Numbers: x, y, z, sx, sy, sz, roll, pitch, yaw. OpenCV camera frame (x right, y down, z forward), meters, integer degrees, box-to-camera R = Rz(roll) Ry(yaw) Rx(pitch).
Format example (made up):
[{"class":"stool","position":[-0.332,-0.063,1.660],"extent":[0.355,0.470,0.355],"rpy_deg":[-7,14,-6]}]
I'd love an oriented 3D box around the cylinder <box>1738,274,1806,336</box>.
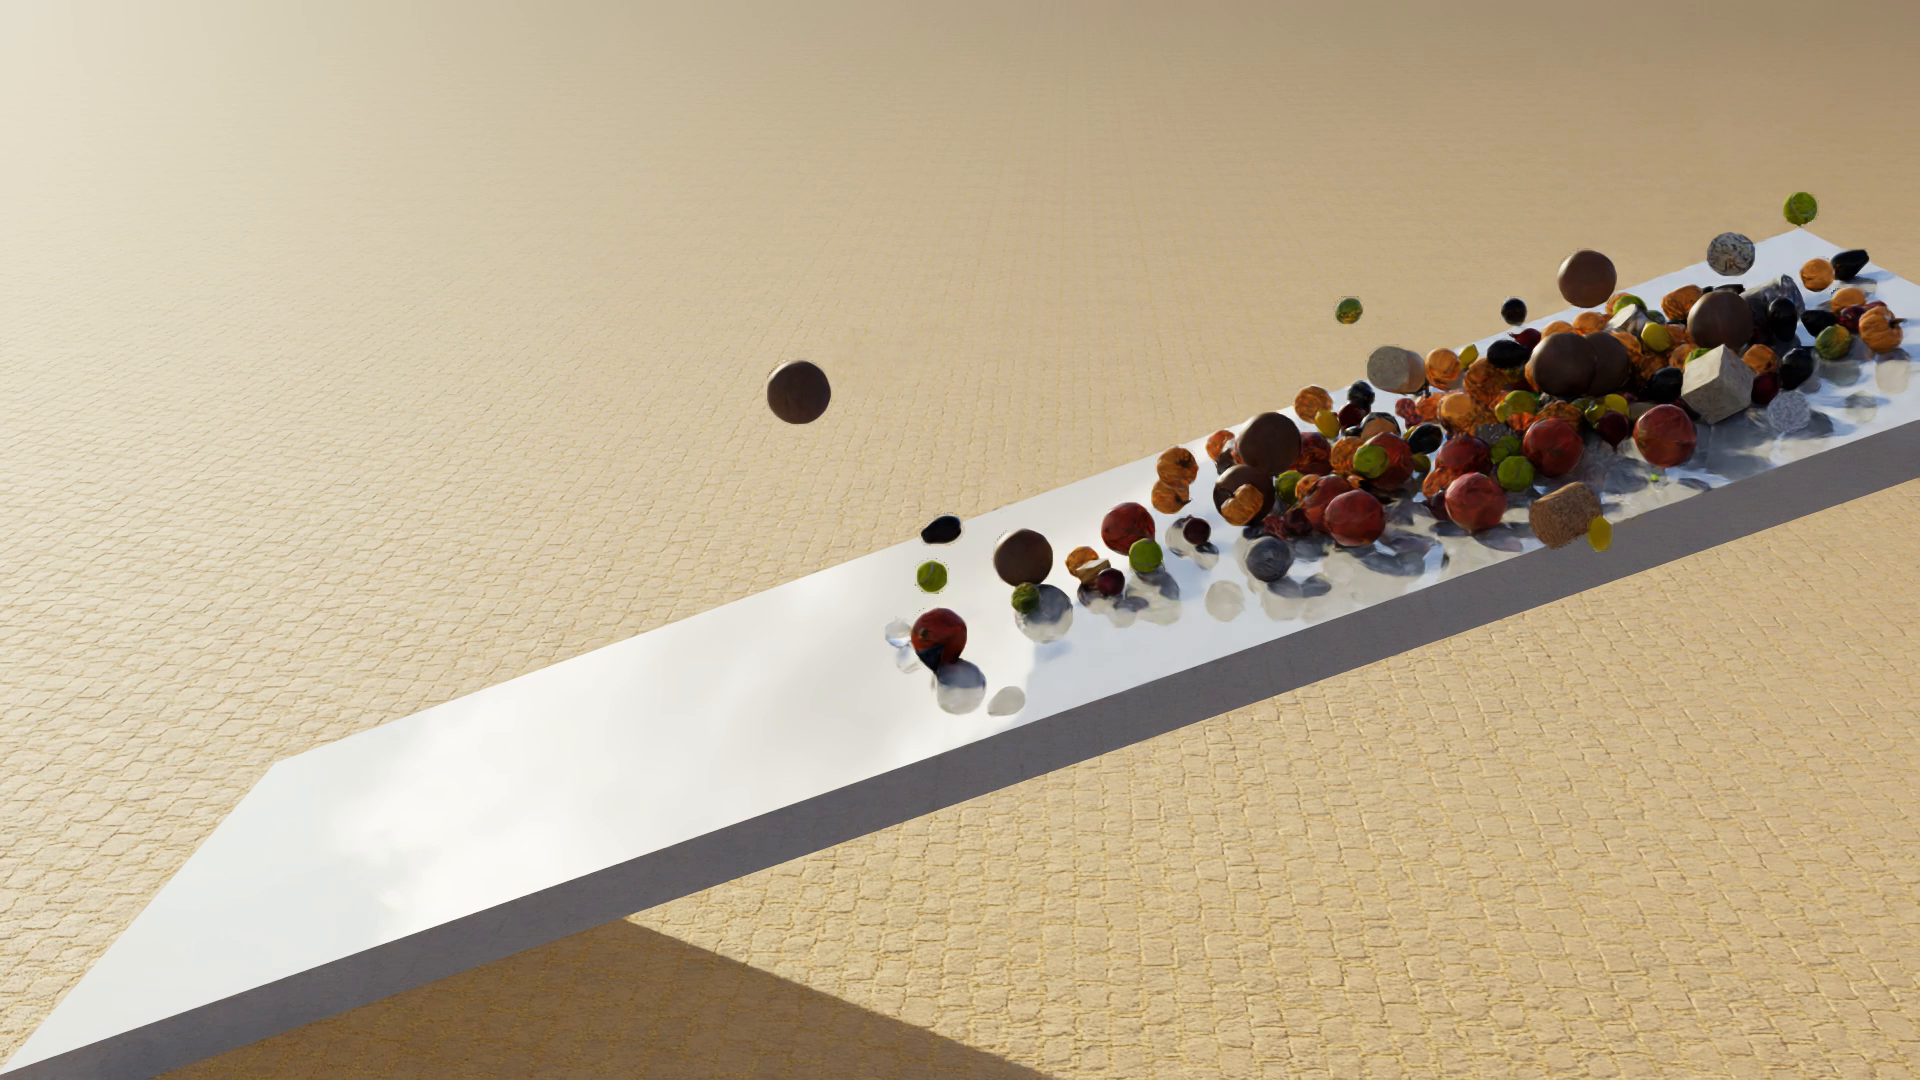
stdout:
[{"class":"cylinder","position":[1.665,-0.481,6.033],"extent":[0.097,0.097,0.097],"rpy_deg":[-25,-4,36]}]

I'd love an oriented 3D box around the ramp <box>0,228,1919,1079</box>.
[{"class":"ramp","position":[0.115,0.177,6.298],"extent":[4.000,0.100,2.000],"rpy_deg":[-19,11,6]}]

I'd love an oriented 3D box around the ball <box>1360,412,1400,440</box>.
[{"class":"ball","position":[0.905,-0.233,6.346],"extent":[0.090,0.090,0.090],"rpy_deg":[0,13,0]}]

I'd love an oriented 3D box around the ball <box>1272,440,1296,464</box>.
[{"class":"ball","position":[0.725,-0.198,6.584],"extent":[0.056,0.056,0.056],"rpy_deg":[0,13,0]}]

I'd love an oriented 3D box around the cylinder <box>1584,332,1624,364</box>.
[{"class":"cylinder","position":[1.405,-0.416,6.338],"extent":[0.084,0.084,0.084],"rpy_deg":[-28,27,-33]}]

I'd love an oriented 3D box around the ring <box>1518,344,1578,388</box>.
[{"class":"ring","position":[1.237,-0.364,6.175],"extent":[0.131,0.044,0.131],"rpy_deg":[2,39,-2]}]

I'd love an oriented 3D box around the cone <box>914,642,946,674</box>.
[{"class":"cone","position":[-0.048,0.224,5.882],"extent":[0.061,0.061,0.061],"rpy_deg":[44,3,-3]}]

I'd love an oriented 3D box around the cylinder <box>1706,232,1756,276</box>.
[{"class":"cylinder","position":[1.694,-0.626,6.460],"extent":[0.094,0.094,0.094],"rpy_deg":[5,6,21]}]

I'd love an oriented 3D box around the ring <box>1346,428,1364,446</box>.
[{"class":"ring","position":[0.855,-0.218,6.244],"extent":[0.079,0.026,0.079],"rpy_deg":[19,-3,1]}]

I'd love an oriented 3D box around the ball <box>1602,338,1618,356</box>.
[{"class":"ball","position":[1.375,-0.416,6.156],"extent":[0.062,0.062,0.062],"rpy_deg":[0,13,0]}]

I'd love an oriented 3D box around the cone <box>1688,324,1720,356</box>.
[{"class":"cone","position":[1.567,-0.403,6.125],"extent":[0.072,0.072,0.072],"rpy_deg":[14,-8,46]}]

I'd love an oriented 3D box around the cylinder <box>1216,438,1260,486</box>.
[{"class":"cylinder","position":[0.621,-0.174,6.566],"extent":[0.090,0.090,0.090],"rpy_deg":[2,17,11]}]

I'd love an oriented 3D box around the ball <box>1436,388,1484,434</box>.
[{"class":"ball","position":[1.030,-0.264,6.061],"extent":[0.095,0.095,0.095],"rpy_deg":[0,13,0]}]

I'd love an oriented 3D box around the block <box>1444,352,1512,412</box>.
[{"class":"block","position":[1.134,-0.340,6.418],"extent":[0.100,0.100,0.100],"rpy_deg":[-10,15,41]}]

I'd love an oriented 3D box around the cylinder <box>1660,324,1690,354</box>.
[{"class":"cylinder","position":[1.482,-0.420,6.112],"extent":[0.051,0.051,0.051],"rpy_deg":[-12,-4,-42]}]

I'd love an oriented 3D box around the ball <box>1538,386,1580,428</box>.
[{"class":"ball","position":[1.215,-0.269,5.969],"extent":[0.084,0.084,0.084],"rpy_deg":[0,13,0]}]

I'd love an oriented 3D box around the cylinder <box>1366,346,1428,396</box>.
[{"class":"cylinder","position":[0.892,-0.346,6.007],"extent":[0.093,0.093,0.093],"rpy_deg":[8,2,31]}]

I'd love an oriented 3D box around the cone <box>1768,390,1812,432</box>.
[{"class":"cone","position":[1.518,-0.226,5.374],"extent":[0.078,0.078,0.078],"rpy_deg":[5,-8,20]}]

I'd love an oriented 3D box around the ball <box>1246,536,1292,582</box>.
[{"class":"ball","position":[0.591,0.037,5.640],"extent":[0.087,0.087,0.087],"rpy_deg":[0,13,0]}]

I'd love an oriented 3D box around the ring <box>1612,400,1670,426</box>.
[{"class":"ring","position":[1.334,-0.250,5.757],"extent":[0.114,0.038,0.114],"rpy_deg":[-10,-1,0]}]

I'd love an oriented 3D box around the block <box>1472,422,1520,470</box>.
[{"class":"block","position":[1.061,-0.185,5.825],"extent":[0.065,0.065,0.065],"rpy_deg":[-7,-33,37]}]

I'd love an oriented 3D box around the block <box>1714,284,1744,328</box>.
[{"class":"block","position":[1.652,-0.505,6.352],"extent":[0.073,0.073,0.073],"rpy_deg":[-22,11,-8]}]

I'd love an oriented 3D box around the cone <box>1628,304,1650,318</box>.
[{"class":"cone","position":[1.401,-0.455,6.164],"extent":[0.065,0.065,0.065],"rpy_deg":[-4,-12,-18]}]

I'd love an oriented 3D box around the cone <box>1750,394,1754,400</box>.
[{"class":"cone","position":[1.472,-0.311,5.689],"extent":[0.099,0.099,0.099],"rpy_deg":[-20,11,4]}]

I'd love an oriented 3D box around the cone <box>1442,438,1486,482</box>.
[{"class":"cone","position":[0.987,-0.140,5.884],"extent":[0.096,0.096,0.096],"rpy_deg":[-7,-24,-30]}]

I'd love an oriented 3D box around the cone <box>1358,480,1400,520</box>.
[{"class":"cone","position":[0.838,-0.080,5.860],"extent":[0.080,0.080,0.080],"rpy_deg":[0,13,-4]}]

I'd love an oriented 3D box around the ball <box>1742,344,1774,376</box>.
[{"class":"ball","position":[1.575,-0.354,5.802],"extent":[0.062,0.062,0.062],"rpy_deg":[0,13,0]}]

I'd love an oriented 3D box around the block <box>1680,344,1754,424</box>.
[{"class":"block","position":[1.434,-0.294,5.565],"extent":[0.091,0.091,0.091],"rpy_deg":[-31,28,44]}]

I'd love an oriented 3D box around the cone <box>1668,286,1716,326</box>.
[{"class":"cone","position":[1.549,-0.495,6.255],"extent":[0.094,0.094,0.094],"rpy_deg":[0,13,2]}]

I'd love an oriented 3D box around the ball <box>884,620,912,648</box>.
[{"class":"ball","position":[-0.130,0.197,6.223],"extent":[0.060,0.060,0.060],"rpy_deg":[0,13,0]}]

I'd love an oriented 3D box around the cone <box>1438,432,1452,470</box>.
[{"class":"cone","position":[1.023,-0.179,6.013],"extent":[0.077,0.077,0.077],"rpy_deg":[3,13,-5]}]

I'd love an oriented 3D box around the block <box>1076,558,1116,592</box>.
[{"class":"block","position":[0.283,0.073,6.104],"extent":[0.051,0.051,0.051],"rpy_deg":[-8,17,48]}]

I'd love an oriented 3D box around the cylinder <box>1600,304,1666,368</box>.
[{"class":"cylinder","position":[1.390,-0.421,6.077],"extent":[0.095,0.095,0.095],"rpy_deg":[-43,9,8]}]

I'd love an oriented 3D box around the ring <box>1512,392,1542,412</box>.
[{"class":"ring","position":[1.207,-0.291,6.202],"extent":[0.083,0.028,0.083],"rpy_deg":[-2,15,0]}]

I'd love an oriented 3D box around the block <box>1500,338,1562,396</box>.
[{"class":"block","position":[1.253,-0.376,6.394],"extent":[0.094,0.094,0.094],"rpy_deg":[-28,14,-34]}]

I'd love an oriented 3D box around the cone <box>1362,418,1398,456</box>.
[{"class":"cone","position":[0.862,-0.206,6.036],"extent":[0.075,0.075,0.075],"rpy_deg":[2,-6,8]}]
